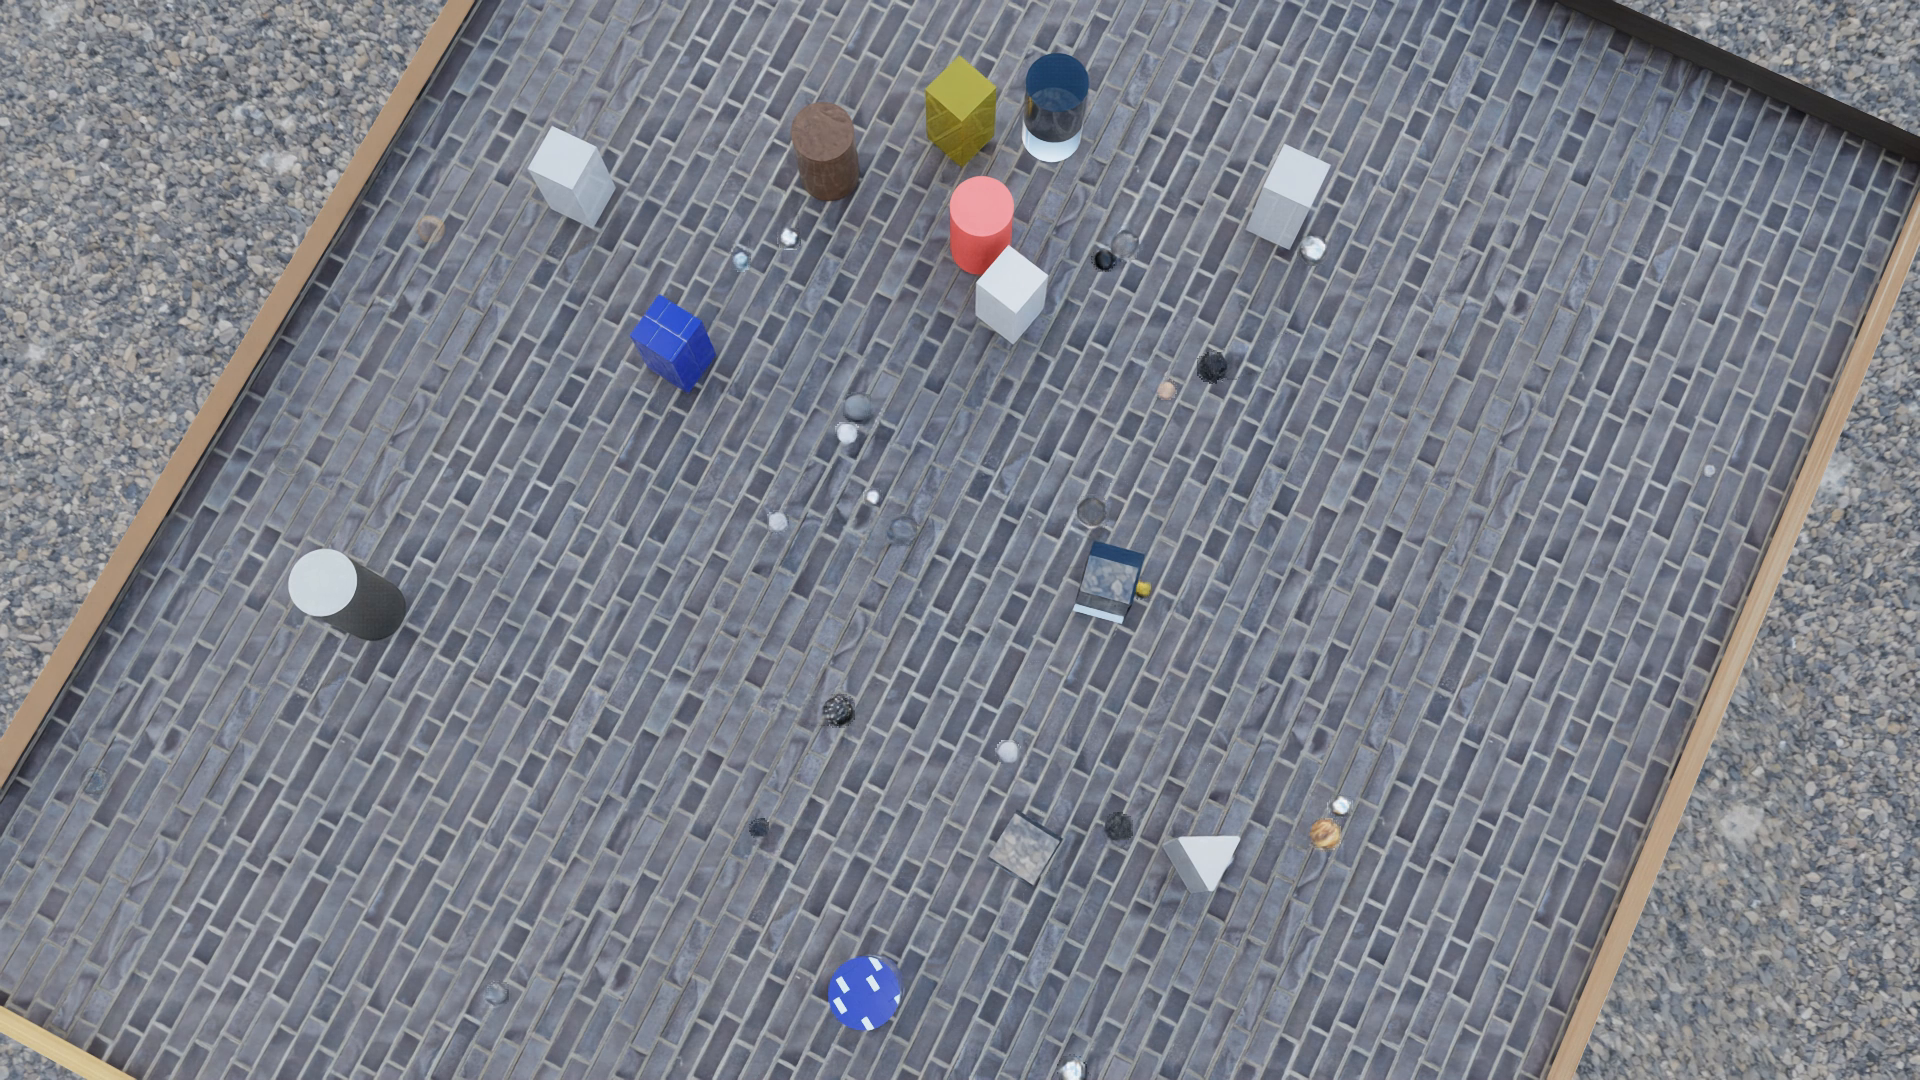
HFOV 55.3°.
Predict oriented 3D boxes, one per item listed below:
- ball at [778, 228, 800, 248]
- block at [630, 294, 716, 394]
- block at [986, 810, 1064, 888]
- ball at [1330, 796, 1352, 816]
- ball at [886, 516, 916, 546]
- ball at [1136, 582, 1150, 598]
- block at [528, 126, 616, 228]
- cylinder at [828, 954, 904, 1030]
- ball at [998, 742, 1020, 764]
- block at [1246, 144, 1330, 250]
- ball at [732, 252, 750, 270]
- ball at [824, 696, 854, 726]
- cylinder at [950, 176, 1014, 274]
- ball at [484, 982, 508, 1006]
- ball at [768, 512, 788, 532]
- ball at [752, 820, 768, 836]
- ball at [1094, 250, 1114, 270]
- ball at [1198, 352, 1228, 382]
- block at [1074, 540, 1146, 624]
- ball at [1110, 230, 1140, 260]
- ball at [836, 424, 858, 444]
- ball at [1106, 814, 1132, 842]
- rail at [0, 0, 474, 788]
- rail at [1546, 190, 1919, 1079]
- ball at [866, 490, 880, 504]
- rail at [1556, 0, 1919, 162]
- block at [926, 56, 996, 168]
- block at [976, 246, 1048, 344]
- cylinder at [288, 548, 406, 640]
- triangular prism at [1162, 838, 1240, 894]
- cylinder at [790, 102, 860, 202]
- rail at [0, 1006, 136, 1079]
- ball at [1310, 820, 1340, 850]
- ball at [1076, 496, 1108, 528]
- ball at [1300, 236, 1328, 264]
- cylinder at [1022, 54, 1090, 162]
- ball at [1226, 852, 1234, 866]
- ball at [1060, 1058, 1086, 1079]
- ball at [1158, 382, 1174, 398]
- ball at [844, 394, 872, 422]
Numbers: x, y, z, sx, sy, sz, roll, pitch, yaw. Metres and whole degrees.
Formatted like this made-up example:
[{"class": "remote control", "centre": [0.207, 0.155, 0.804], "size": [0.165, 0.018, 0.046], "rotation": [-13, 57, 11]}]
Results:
[{"class": "ball", "centre": [-0.538, -0.952, 5.780], "size": [0.066, 0.066, 0.066], "rotation": [0, 78, 0]}, {"class": "block", "centre": [-0.869, -0.592, 5.571], "size": [0.153, 0.328, 0.153], "rotation": [33, 80, 6]}, {"class": "block", "centre": [0.184, 0.891, 5.277], "size": [0.153, 0.305, 0.153], "rotation": [32, 80, 6]}, {"class": "ball", "centre": [1.126, 0.788, 5.422], "size": [0.061, 0.061, 0.061], "rotation": [0, 78, 0]}, {"class": "ball", "centre": [-0.178, -0.028, 5.577], "size": [0.088, 0.088, 0.088], "rotation": [0, 78, 0]}, {"class": "ball", "centre": [0.552, 0.150, 5.561], "size": [0.048, 0.048, 0.048], "rotation": [0, 78, 0]}, {"class": "block", "centre": [-1.201, -1.122, 5.686], "size": [0.153, 0.318, 0.153], "rotation": [26, 79, 5]}, {"class": "cylinder", "centre": [-0.257, 1.258, 5.122], "size": [0.192, 0.458, 0.192], "rotation": [0, 78, 0]}, {"class": "ball", "centre": [0.144, 0.632, 5.453], "size": [0.064, 0.064, 0.064], "rotation": [0, 78, 0]}, {"class": "block", "centre": [1.009, -1.055, 5.657], "size": [0.153, 0.349, 0.153], "rotation": [26, 79, 5]}, {"class": "ball", "centre": [-0.689, -0.878, 5.771], "size": [0.053, 0.053, 0.053], "rotation": [0, 78, 0]}, {"class": "ball", "centre": [-0.362, 0.509, 5.465], "size": [0.090, 0.090, 0.090], "rotation": [0, 78, 0]}, {"class": "cylinder", "centre": [0.065, -0.965, 5.645], "size": [0.192, 0.334, 0.192], "rotation": [0, 78, 0]}, {"class": "ball", "centre": [-1.344, 1.315, 5.311], "size": [0.066, 0.066, 0.066], "rotation": [0, 78, 0]}, {"class": "ball", "centre": [-0.557, -0.055, 5.599], "size": [0.058, 0.058, 0.058], "rotation": [0, 78, 0]}, {"class": "ball", "centre": [-0.592, 0.853, 5.416], "size": [0.047, 0.047, 0.047], "rotation": [0, 78, 0]}, {"class": "ball", "centre": [0.453, -0.879, 5.765], "size": [0.065, 0.065, 0.065], "rotation": [0, 78, 0]}, {"class": "ball", "centre": [0.784, -0.536, 5.682], "size": [0.088, 0.088, 0.088], "rotation": [0, 78, 0]}, {"class": "block", "centre": [0.438, 0.127, 5.416], "size": [0.153, 0.341, 0.153], "rotation": [15, 79, 3]}, {"class": "ball", "centre": [0.518, -0.927, 5.762], "size": [0.091, 0.091, 0.091], "rotation": [0, 78, 0]}, {"class": "ball", "centre": [-0.348, -0.328, 5.652], "size": [0.064, 0.064, 0.064], "rotation": [0, 78, 0]}, {"class": "ball", "centre": [0.467, 0.849, 5.401], "size": [0.077, 0.077, 0.077], "rotation": [0, 78, 0]}, {"class": "rail", "centre": [-1.987, -0.966, 5.752], "size": [0.045, 0.124, 4.999], "rotation": [26, 80, 5]}, {"class": "rail", "centre": [1.987, 0.979, 5.349], "size": [0.045, 0.124, 4.999], "rotation": [26, 80, 5]}, {"class": "ball", "centre": [-0.268, -0.131, 5.620], "size": [0.046, 0.046, 0.046], "rotation": [0, 78, 0]}, {"class": "rail", "centre": [1.107, -2.162, 5.999], "size": [4.490, 0.124, 0.045], "rotation": [26, 80, 5]}, {"class": "block", "centre": [0.003, -1.331, 5.714], "size": [0.153, 0.349, 0.153], "rotation": [43, 81, 8]}, {"class": "block", "centre": [0.156, -0.748, 5.618], "size": [0.153, 0.300, 0.153], "rotation": [39, 81, 7]}, {"class": "cylinder", "centre": [-1.781, 0.165, 5.347], "size": [0.192, 0.461, 0.192], "rotation": [0, 78, 0]}, {"class": "triangular prism", "centre": [0.704, 0.893, 5.214], "size": [0.144, 0.427, 0.166], "rotation": [-30, 80, -6]}, {"class": "cylinder", "centre": [-0.416, -1.205, 5.704], "size": [0.192, 0.317, 0.192], "rotation": [0, 78, 0]}, {"class": "rail", "centre": [-1.107, 2.175, 5.102], "size": [4.490, 0.124, 0.045], "rotation": [26, 80, 5]}, {"class": "ball", "centre": [1.074, 0.867, 5.393], "size": [0.087, 0.087, 0.087], "rotation": [0, 78, 0]}, {"class": "ball", "centre": [0.402, -0.083, 5.578], "size": [0.096, 0.096, 0.096], "rotation": [0, 78, 0]}, {"class": "ball", "centre": [1.112, -0.912, 5.761], "size": [0.087, 0.087, 0.087], "rotation": [0, 78, 0]}, {"class": "cylinder", "centre": [0.294, -1.342, 5.705], "size": [0.192, 0.371, 0.192], "rotation": [0, 78, 0]}, {"class": "ball", "centre": [0.780, 0.932, 5.396], "size": [0.055, 0.055, 0.055], "rotation": [0, 78, 0]}, {"class": "ball", "centre": [0.323, 1.524, 5.263], "size": [0.075, 0.075, 0.075], "rotation": [0, 78, 0]}, {"class": "ball", "centre": [0.640, -0.467, 5.686], "size": [0.052, 0.052, 0.052], "rotation": [0, 78, 0]}, {"class": "ball", "centre": [-0.315, -0.407, 5.656], "size": [0.087, 0.087, 0.087], "rotation": [0, 78, 0]}]
